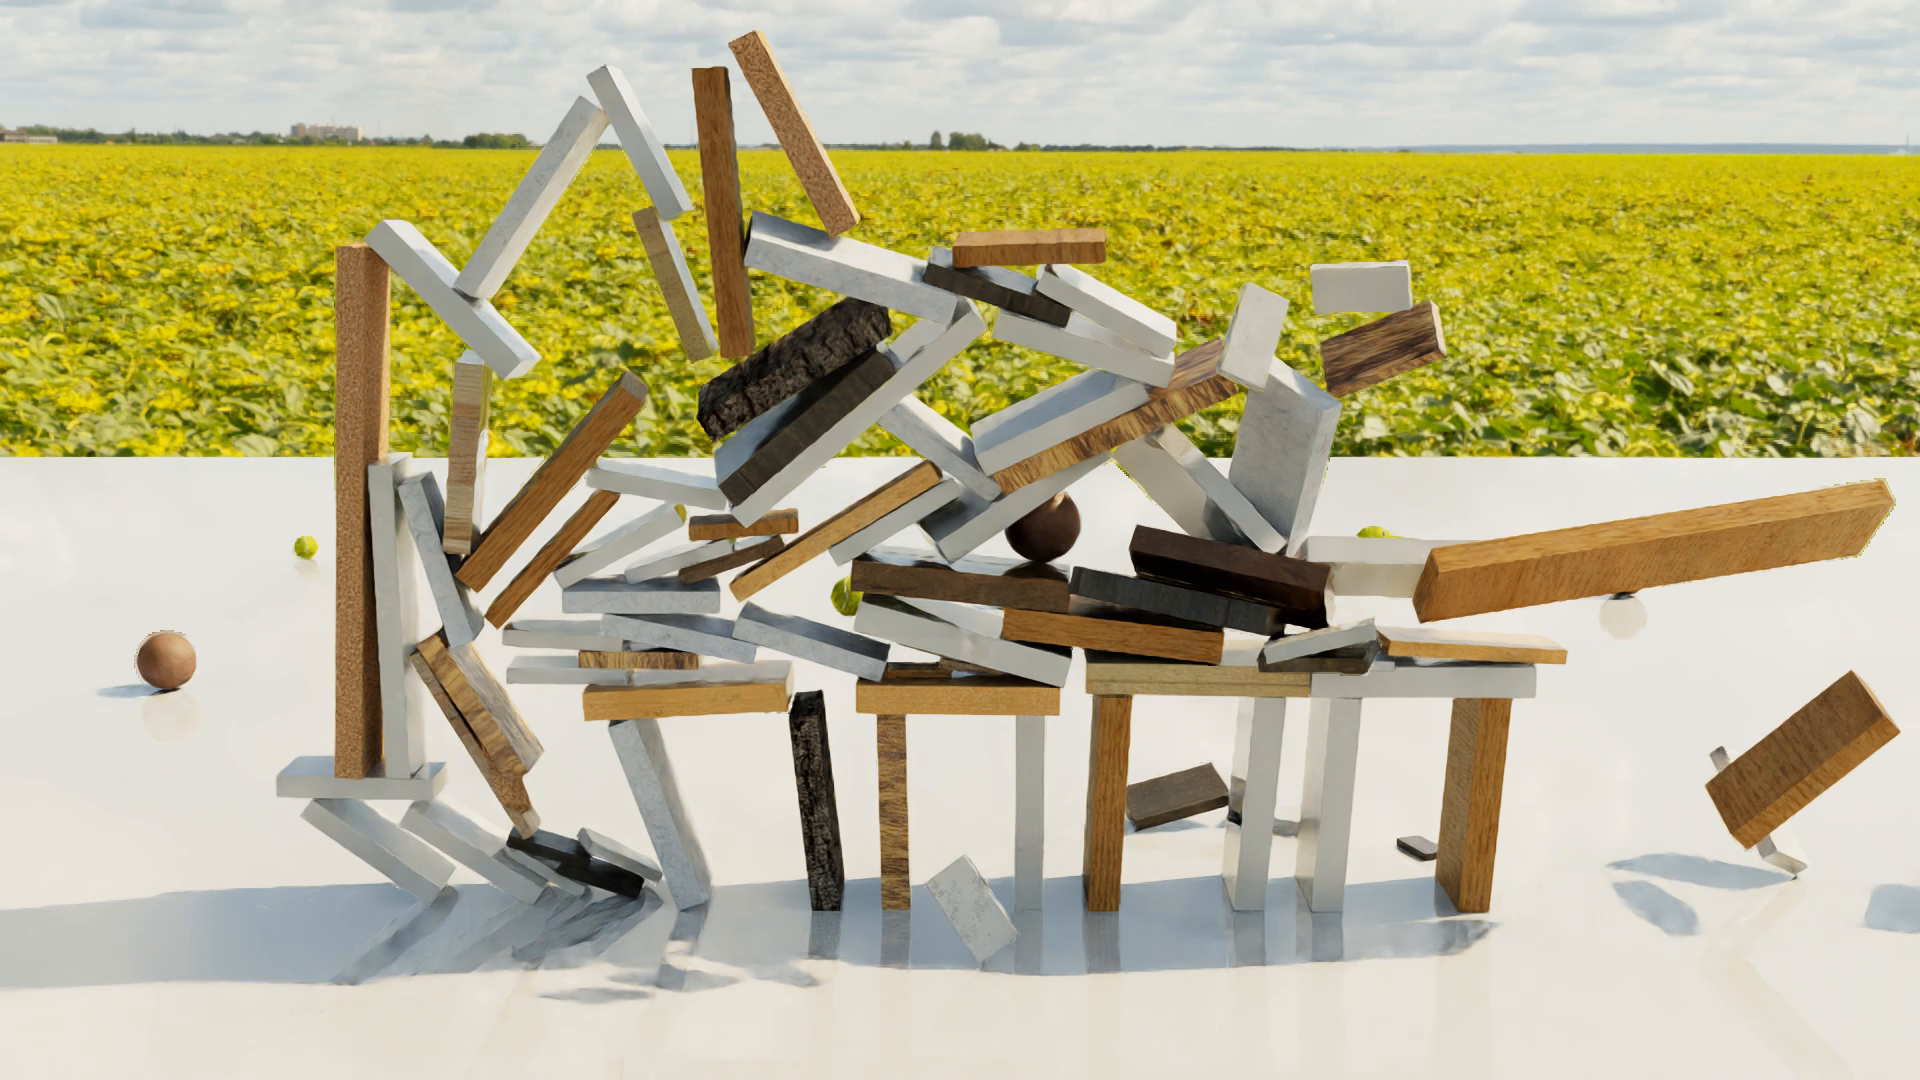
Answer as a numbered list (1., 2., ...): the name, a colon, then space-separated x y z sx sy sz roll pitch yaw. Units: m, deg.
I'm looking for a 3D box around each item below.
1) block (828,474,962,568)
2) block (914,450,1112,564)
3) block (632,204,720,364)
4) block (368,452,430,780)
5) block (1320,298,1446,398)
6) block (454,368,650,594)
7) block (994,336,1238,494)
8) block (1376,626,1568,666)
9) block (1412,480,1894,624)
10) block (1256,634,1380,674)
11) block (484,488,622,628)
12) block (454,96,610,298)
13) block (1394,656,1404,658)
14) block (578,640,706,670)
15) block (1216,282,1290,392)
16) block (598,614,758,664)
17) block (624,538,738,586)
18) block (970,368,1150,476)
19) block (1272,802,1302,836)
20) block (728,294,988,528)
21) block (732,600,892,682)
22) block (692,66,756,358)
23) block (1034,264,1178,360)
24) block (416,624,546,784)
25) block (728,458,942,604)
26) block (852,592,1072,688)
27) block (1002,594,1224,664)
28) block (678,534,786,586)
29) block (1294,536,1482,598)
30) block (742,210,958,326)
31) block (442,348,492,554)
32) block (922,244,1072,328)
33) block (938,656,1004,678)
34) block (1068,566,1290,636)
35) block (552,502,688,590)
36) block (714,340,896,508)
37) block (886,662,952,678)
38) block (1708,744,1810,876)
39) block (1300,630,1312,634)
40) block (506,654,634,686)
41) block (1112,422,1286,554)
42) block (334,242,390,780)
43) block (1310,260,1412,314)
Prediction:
1. block: -0.110 -0.033 3.583 0.232 0.033 0.116 -31 7 -3
2. block: 0.082 -0.089 3.629 0.320 0.045 0.160 -34 25 -6
3. block: -0.450 -0.409 3.490 0.035 0.250 0.125 -20 11 4
4. block: -0.912 0.122 3.578 0.038 0.514 0.135 -1 11 0
5. block: 0.657 -0.297 3.426 0.191 0.094 0.027 -21 -33 29
6. block: -0.651 -0.097 3.525 0.047 0.403 0.166 41 7 -13
7. block: 0.246 -0.201 3.540 0.407 0.043 0.153 -23 22 13
8. block: 0.820 0.170 3.548 0.303 0.025 0.087 4 13 -11
9. block: 1.095 0.019 3.484 0.748 0.044 0.154 -8 -32 -7
10. block: 0.567 0.179 3.481 0.174 0.025 0.087 -1 23 26
11. block: -0.658 0.018 3.569 0.031 0.289 0.111 43 6 -11
12. block: -0.668 -0.537 3.458 0.035 0.354 0.125 35 6 -1
13. block: 0.682 0.178 3.585 0.113 0.016 0.057 -2 11 -2
14. block: -0.518 0.186 3.598 0.194 0.027 0.097 1 11 0
15. block: 0.442 -0.308 3.323 0.074 0.148 0.021 22 -15 -15
16. block: -0.457 0.147 3.594 0.252 0.035 0.125 12 10 -7
17. block: -0.455 0.027 3.587 0.176 0.025 0.088 -17 11 4
18. block: 0.158 -0.204 3.531 0.286 0.041 0.143 -25 22 7
19. block: 0.597 0.510 4.025 0.188 0.027 0.094 5 12 27
20. block: -0.171 -0.214 3.526 0.500 0.041 0.143 -39 21 8
21. block: -0.241 0.165 3.599 0.250 0.035 0.125 17 10 -1
22. block: -0.369 -0.516 3.451 0.047 0.442 0.167 -5 12 -2
23. block: 0.231 -0.369 3.467 0.235 0.033 0.117 27 20 -6
24. block: -0.782 0.260 3.597 0.038 0.270 0.135 -31 8 5
25. block: -0.200 -0.019 3.580 0.382 0.033 0.116 -31 7 6
26. block: 0.008 0.153 3.603 0.352 0.050 0.176 15 10 1
27. block: 0.250 0.139 3.592 0.352 0.050 0.176 7 10 4
28. block: -0.371 0.026 3.588 0.176 0.025 0.088 -20 11 0
29. block: 0.695 0.045 3.549 0.309 0.044 0.154 2 -21 -5
30. block: -0.173 -0.430 3.460 0.333 0.047 0.166 15 20 -10
31. block: -0.783 -0.142 3.504 0.043 0.303 0.152 5 12 -7
32. block: 0.060 -0.400 3.467 0.235 0.033 0.117 17 21 -4
33. block: 0.018 0.204 3.596 0.105 0.015 0.053 10 10 -1
34. block: 0.350 0.098 3.510 0.320 0.045 0.160 12 1 20
35. block: -0.548 0.004 3.554 0.222 0.031 0.111 -28 12 2
36. block: -0.252 -0.203 3.522 0.332 0.047 0.166 -39 22 7
37. block: -0.067 0.213 3.597 0.105 0.015 0.053 0 11 -2
38. block: 1.377 0.464 3.789 0.110 0.031 0.220 24 37 -37
39. block: 0.576 0.164 3.576 0.113 0.016 0.057 -12 17 7
40. block: -0.637 0.212 3.604 0.193 0.027 0.097 1 11 1
41. block: 0.389 -0.069 3.603 0.043 0.306 0.153 -41 -6 -22
42. block: -0.964 -0.047 3.550 0.043 0.855 0.152 3 11 0
43. block: 0.619 -0.390 3.392 0.148 0.074 0.021 0 30 21
